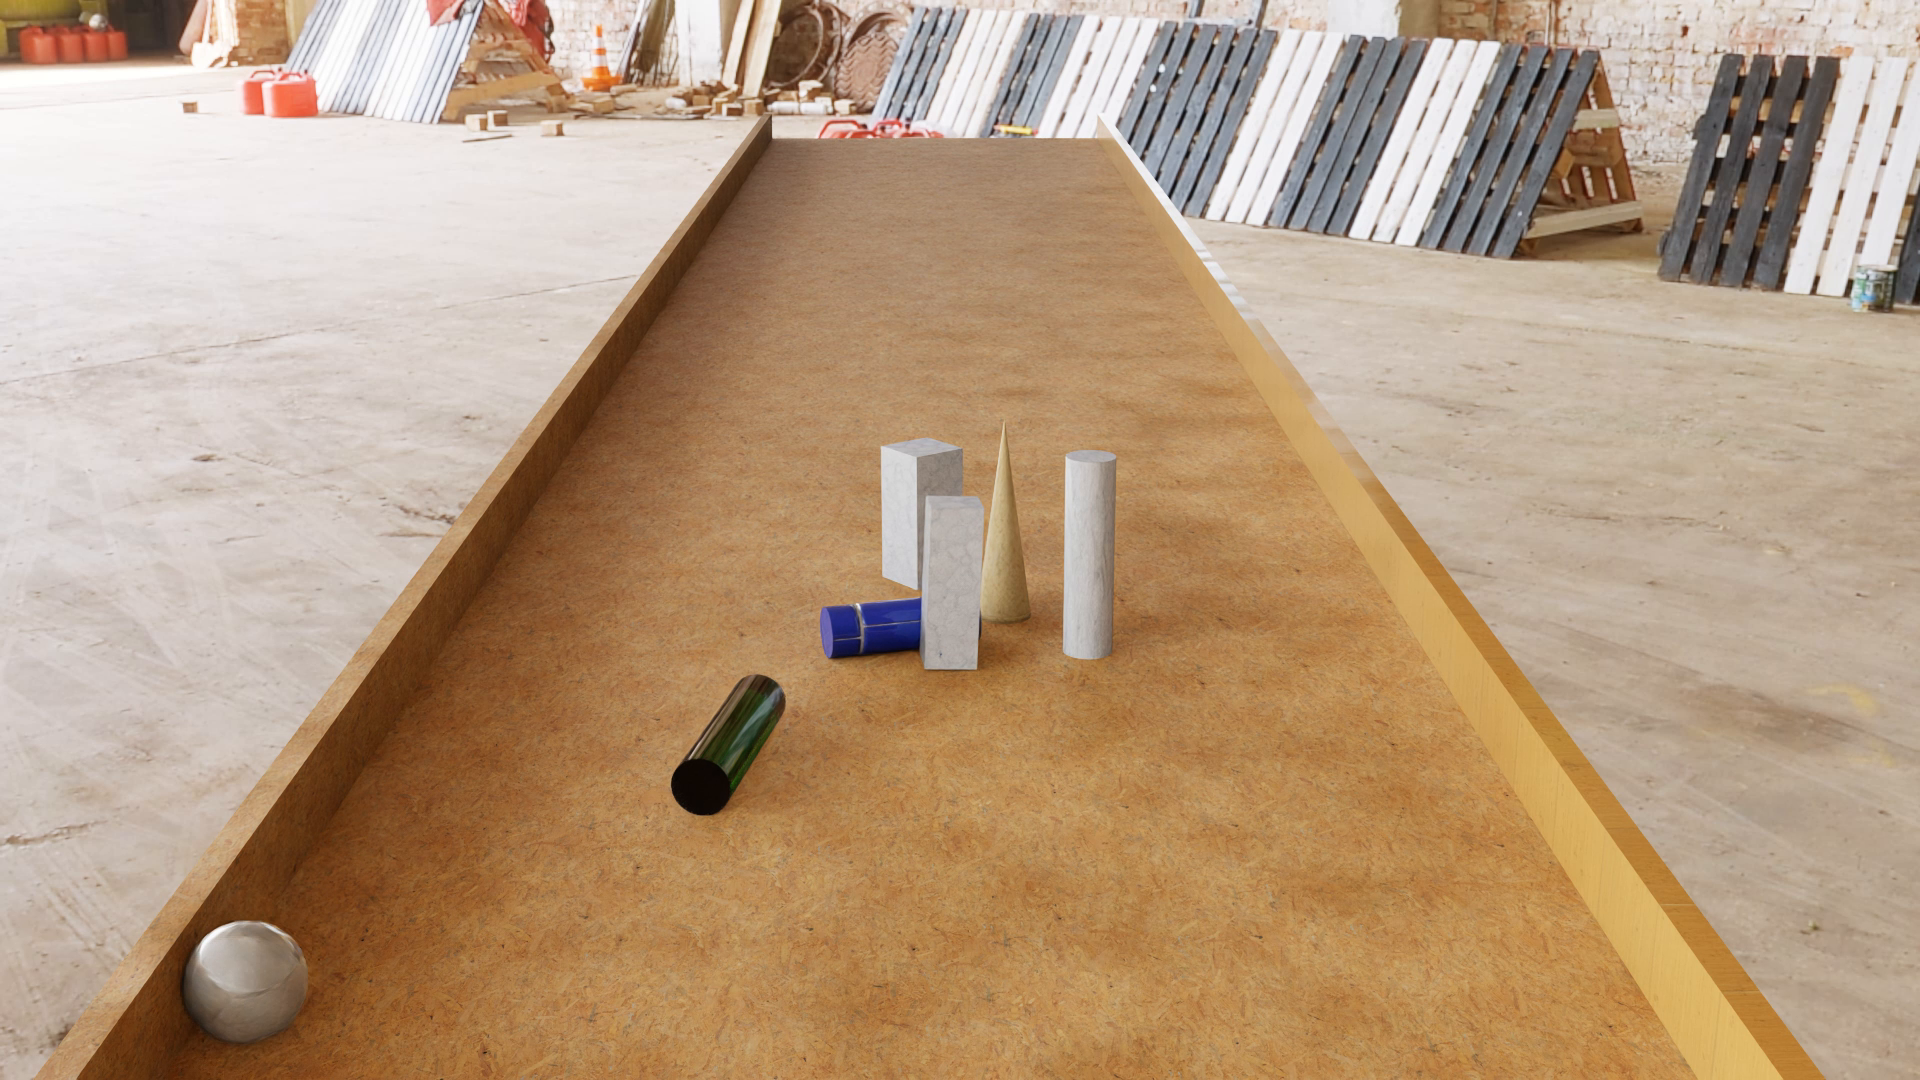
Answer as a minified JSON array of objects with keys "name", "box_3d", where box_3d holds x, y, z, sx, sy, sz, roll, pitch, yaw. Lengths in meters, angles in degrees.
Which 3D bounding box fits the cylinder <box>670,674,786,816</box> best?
[{"name":"cylinder","box_3d":[-0.401,0.354,3.857,0.103,0.103,0.412,2,17,8]}]

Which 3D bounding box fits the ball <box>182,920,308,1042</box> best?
[{"name":"ball","box_3d":[-0.959,0.592,2.952,0.162,0.162,0.162,0,17,0]}]

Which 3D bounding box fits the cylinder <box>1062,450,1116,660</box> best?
[{"name":"cylinder","box_3d":[0.259,0.030,4.411,0.101,0.408,0.101,0,17,0]}]

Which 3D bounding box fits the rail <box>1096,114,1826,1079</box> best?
[{"name":"rail","box_3d":[0.932,-0.844,7.801,0.050,0.150,12.000,0,17,-1]}]

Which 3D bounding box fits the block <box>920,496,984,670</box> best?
[{"name":"block","box_3d":[-0.017,0.084,4.356,0.104,0.327,0.104,1,15,-7]}]

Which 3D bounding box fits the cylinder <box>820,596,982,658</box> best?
[{"name":"cylinder","box_3d":[-0.120,0.172,4.468,0.313,0.103,0.103,-5,17,-17]}]

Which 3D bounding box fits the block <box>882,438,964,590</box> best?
[{"name":"block","box_3d":[-0.084,-0.060,4.897,0.129,0.303,0.129,-13,21,-37]}]

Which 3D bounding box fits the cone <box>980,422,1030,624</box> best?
[{"name":"cone","box_3d":[0.092,-0.047,4.625,0.118,0.433,0.118,0,17,0]}]

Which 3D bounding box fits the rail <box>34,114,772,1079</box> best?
[{"name":"rail","box_3d":[-1.118,-0.838,7.780,0.050,0.150,12.000,0,17,-1]}]
